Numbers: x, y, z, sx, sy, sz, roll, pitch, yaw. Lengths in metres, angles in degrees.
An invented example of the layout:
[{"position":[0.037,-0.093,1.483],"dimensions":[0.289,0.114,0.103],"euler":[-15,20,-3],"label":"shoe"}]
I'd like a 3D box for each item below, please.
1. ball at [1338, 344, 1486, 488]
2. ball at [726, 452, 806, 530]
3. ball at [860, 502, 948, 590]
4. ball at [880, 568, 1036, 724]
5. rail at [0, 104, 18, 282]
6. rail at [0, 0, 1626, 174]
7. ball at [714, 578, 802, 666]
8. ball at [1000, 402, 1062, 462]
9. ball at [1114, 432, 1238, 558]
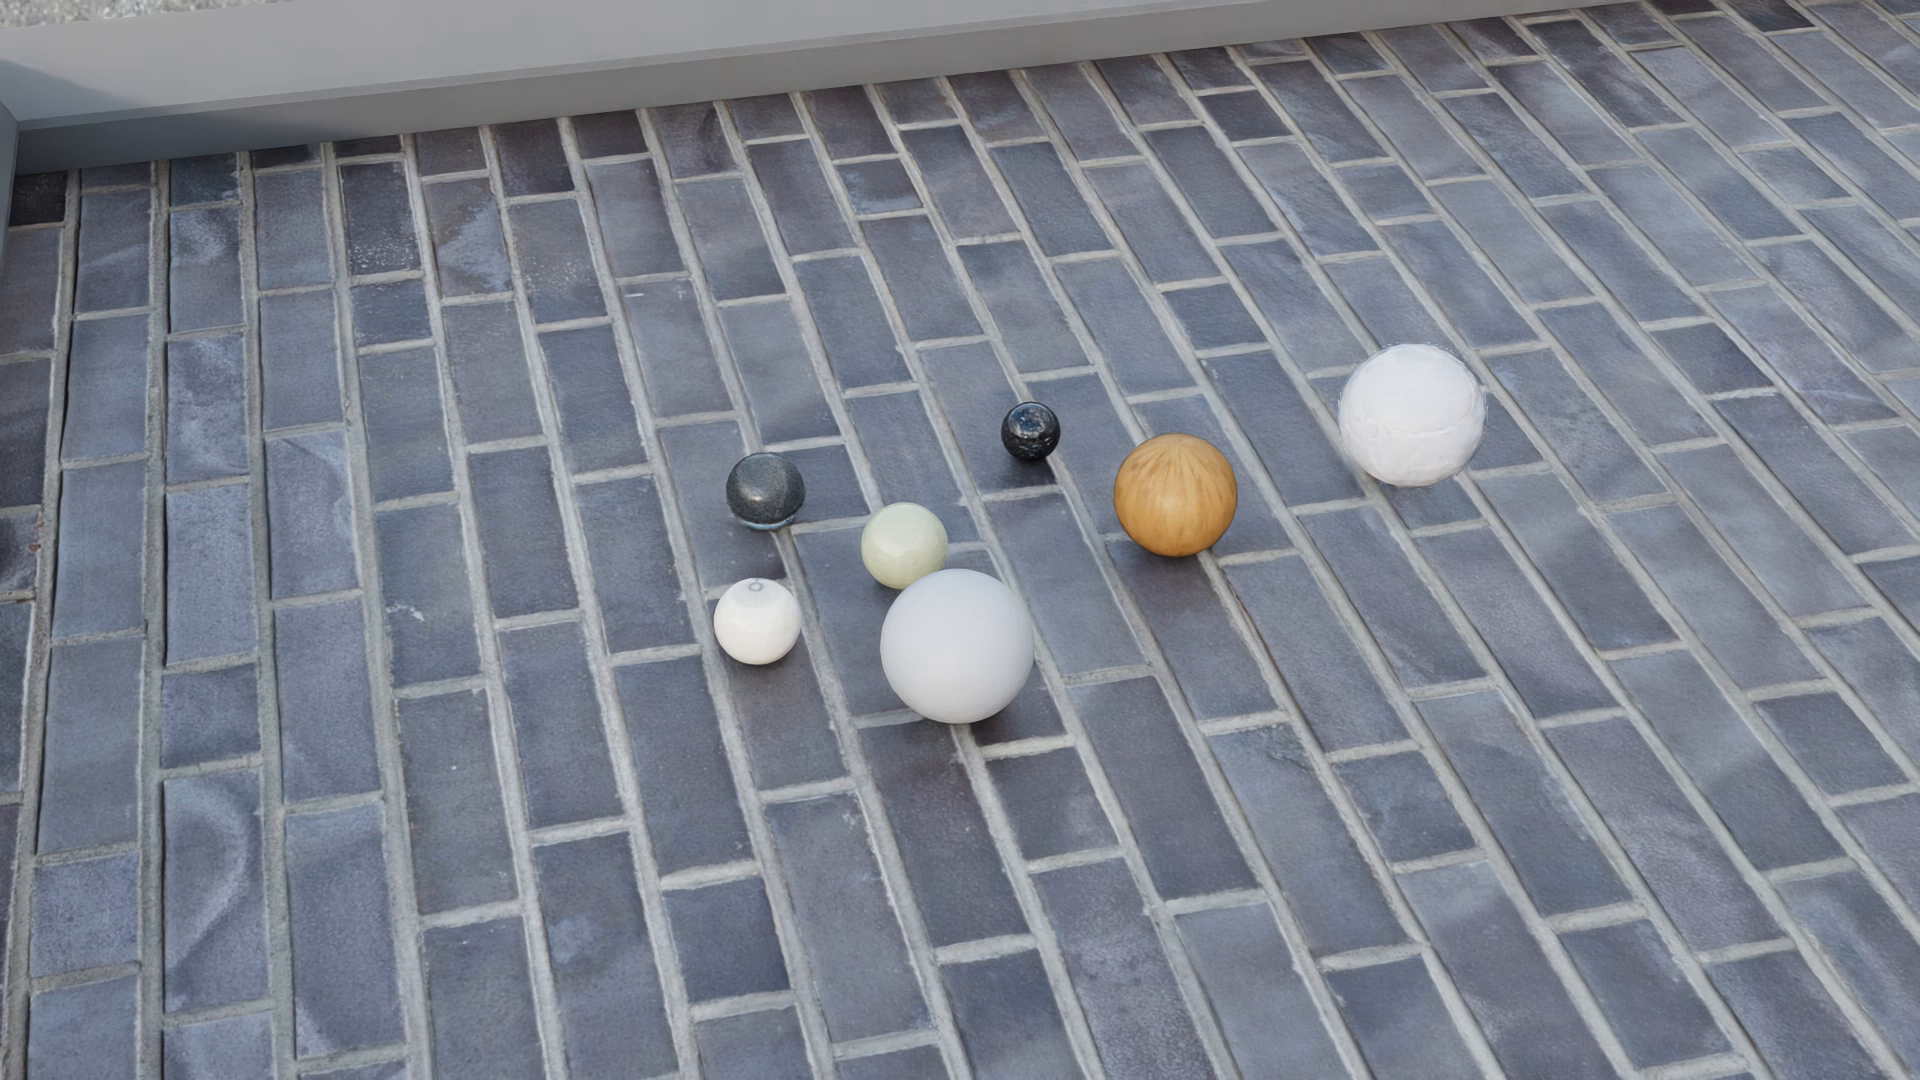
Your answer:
[{"position":[0.303,-0.084,1.721],"dimensions":[0.097,0.097,0.097],"euler":[0,36,0],"label":"ball"},{"position":[-0.128,-0.032,1.687],"dimensions":[0.052,0.052,0.052],"euler":[0,36,0],"label":"ball"},{"position":[-0.035,0.004,1.634],"dimensions":[0.056,0.056,0.056],"euler":[0,36,0],"label":"ball"},{"position":[-0.001,0.063,1.520],"dimensions":[0.092,0.092,0.092],"euler":[0,36,0],"label":"ball"},{"position":[-0.605,0.061,1.493],"dimensions":[0.045,0.126,1.456],"euler":[-8,36,-11],"label":"rail"},{"position":[0.460,-0.515,2.296],"dimensions":[2.589,0.126,0.045],"euler":[-8,36,-11],"label":"rail"},{"position":[-0.124,0.050,1.572],"dimensions":[0.054,0.054,0.054],"euler":[0,36,0],"label":"ball"},{"position":[0.048,-0.074,1.755],"dimensions":[0.041,0.041,0.041],"euler":[0,36,0],"label":"ball"},{"position":[0.139,-0.029,1.659],"dimensions":[0.080,0.080,0.080],"euler":[0,36,0],"label":"ball"}]
